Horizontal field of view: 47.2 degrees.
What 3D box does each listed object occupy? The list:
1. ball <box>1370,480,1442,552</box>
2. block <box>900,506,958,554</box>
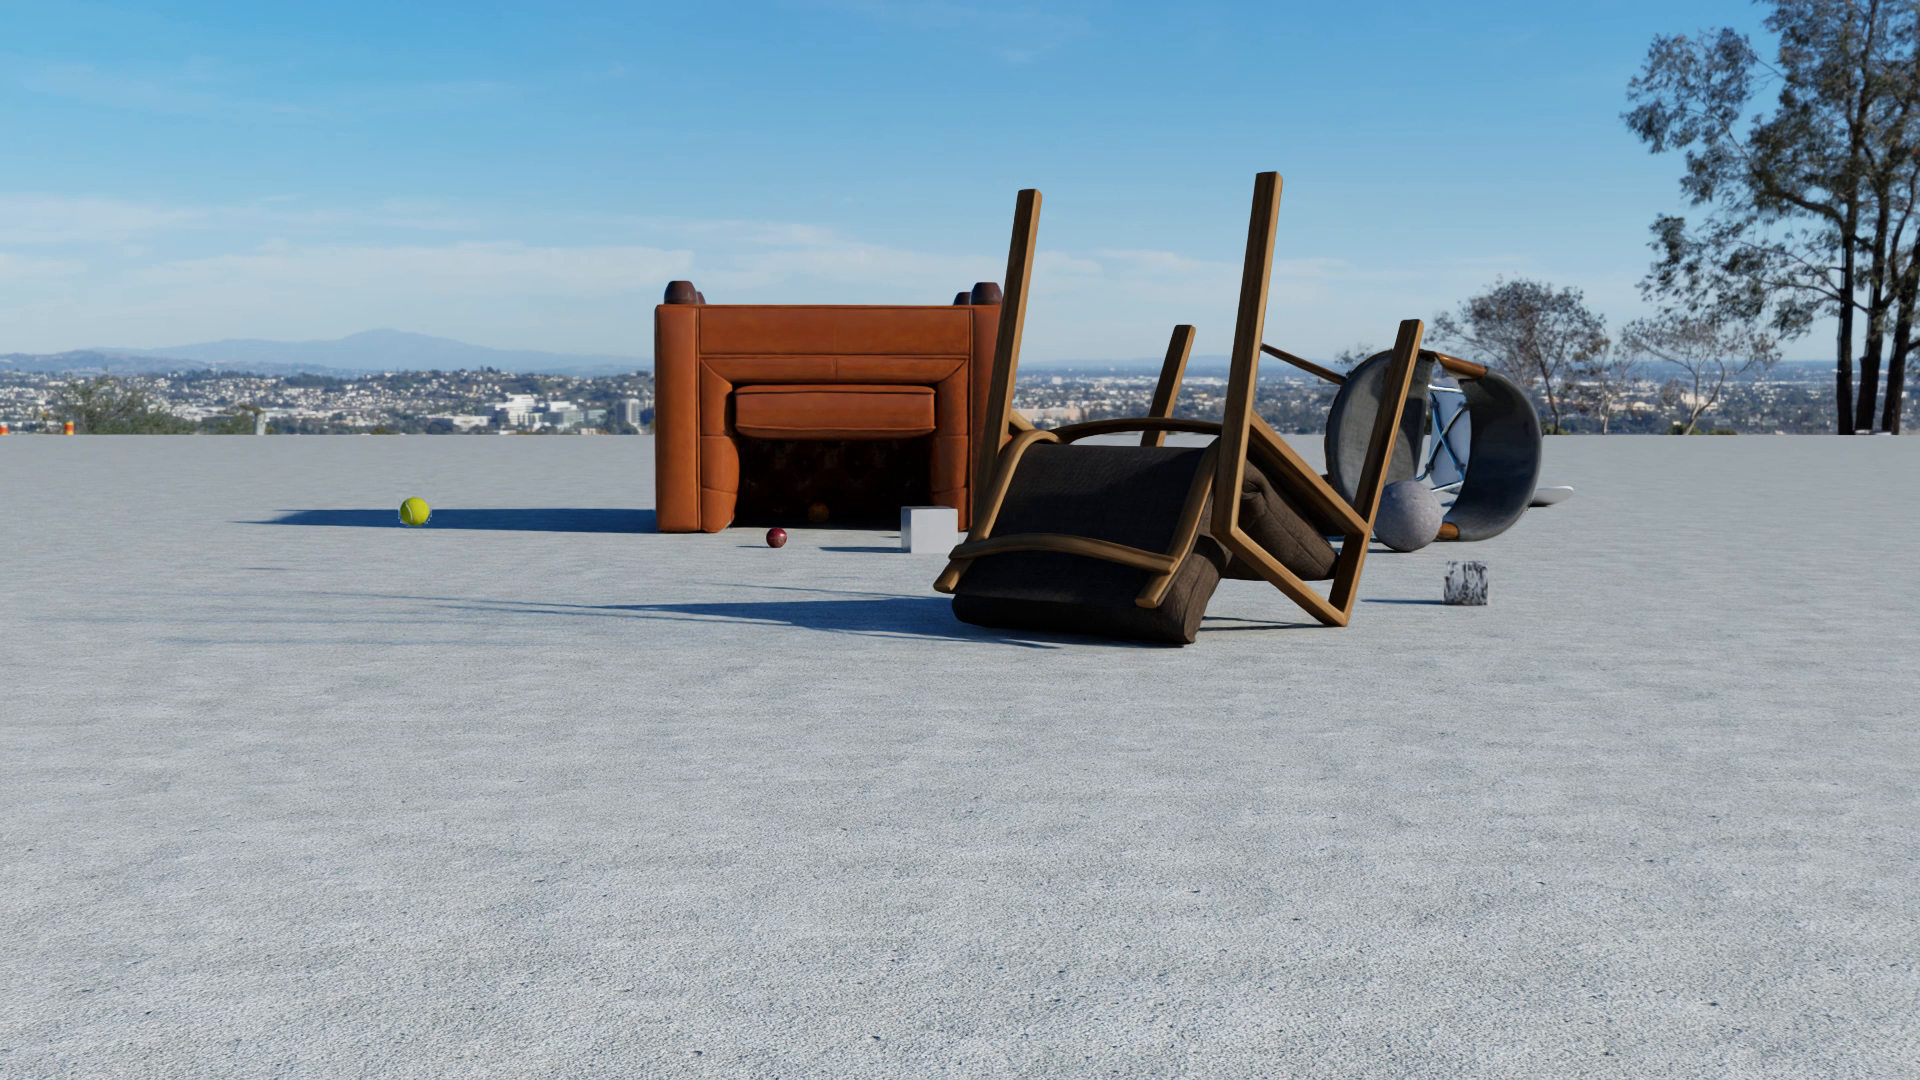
[{"bbox_3d":[1.229,-0.066,6.061,0.198,0.198,0.198,0,4,0],"label":"ball"},{"bbox_3d":[-0.086,-0.029,6.093,0.129,0.120,0.165,-1,4,-11],"label":"block"}]
